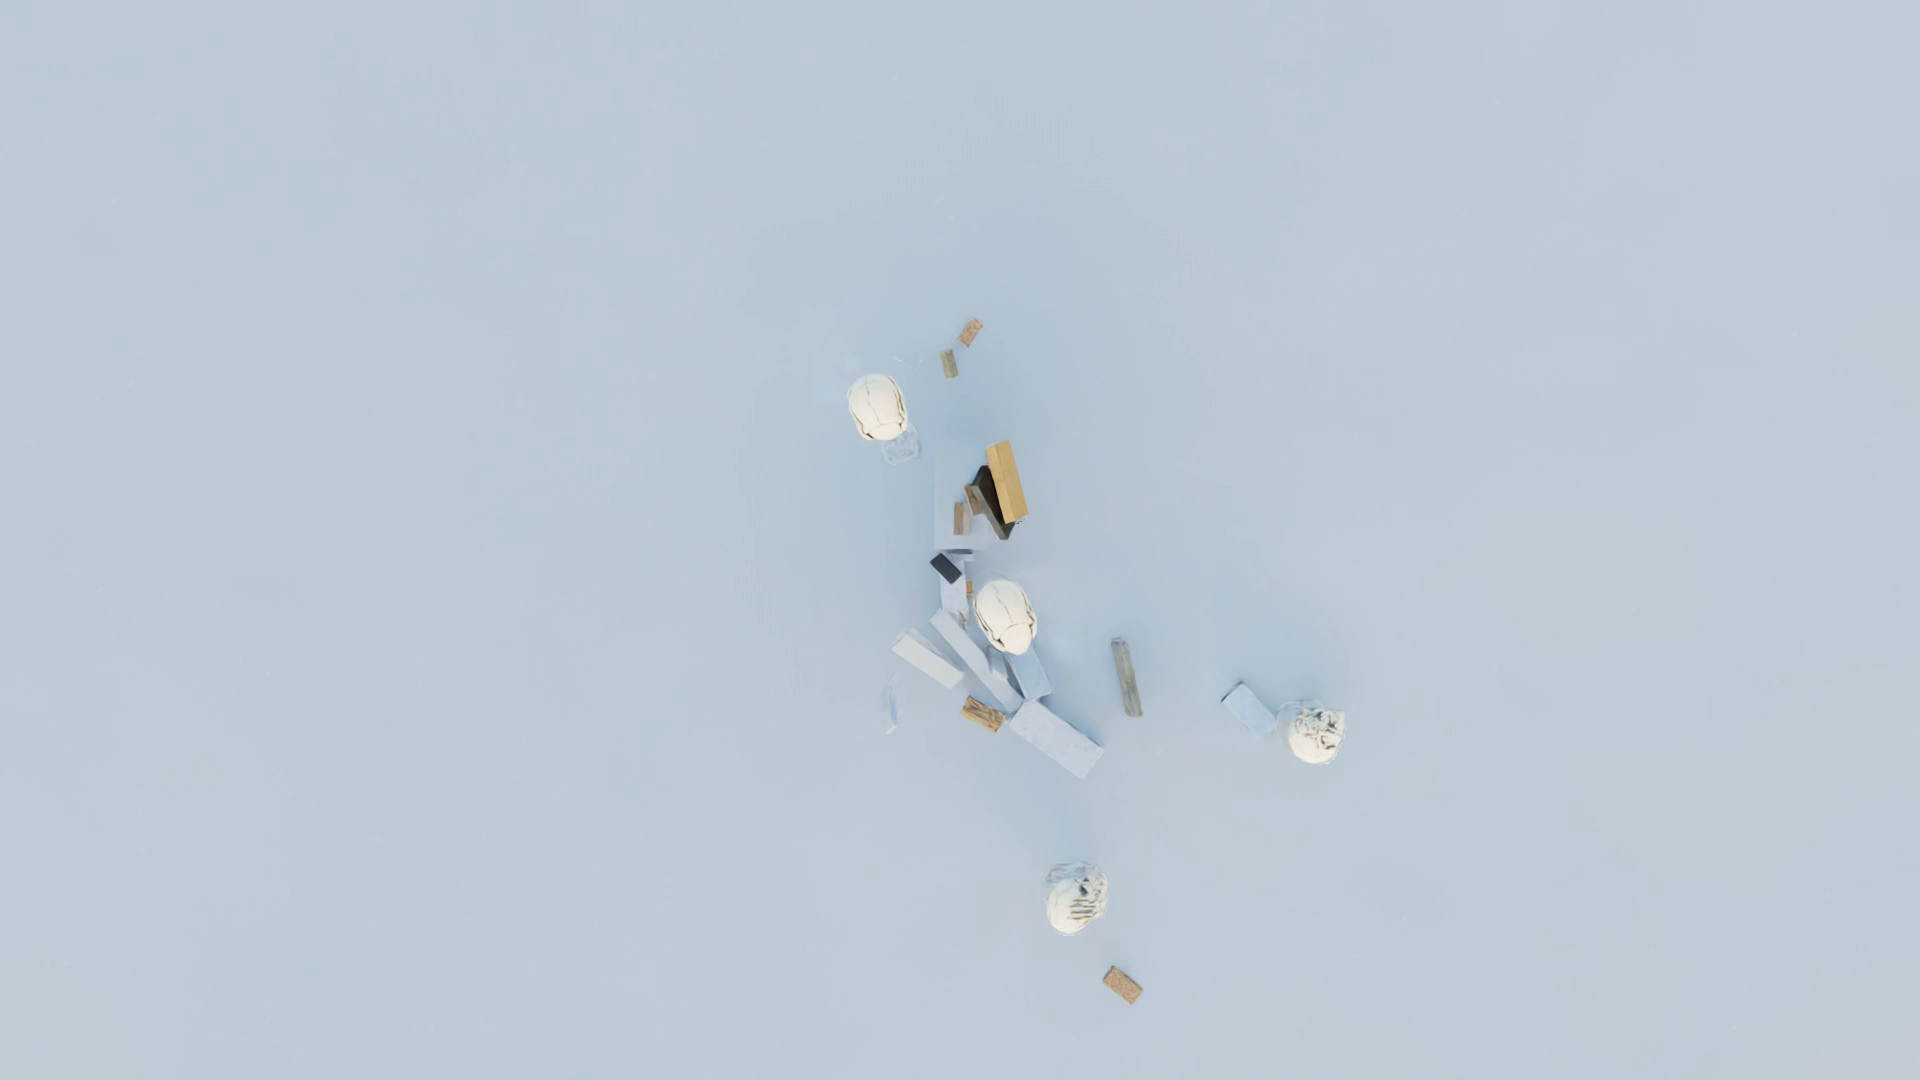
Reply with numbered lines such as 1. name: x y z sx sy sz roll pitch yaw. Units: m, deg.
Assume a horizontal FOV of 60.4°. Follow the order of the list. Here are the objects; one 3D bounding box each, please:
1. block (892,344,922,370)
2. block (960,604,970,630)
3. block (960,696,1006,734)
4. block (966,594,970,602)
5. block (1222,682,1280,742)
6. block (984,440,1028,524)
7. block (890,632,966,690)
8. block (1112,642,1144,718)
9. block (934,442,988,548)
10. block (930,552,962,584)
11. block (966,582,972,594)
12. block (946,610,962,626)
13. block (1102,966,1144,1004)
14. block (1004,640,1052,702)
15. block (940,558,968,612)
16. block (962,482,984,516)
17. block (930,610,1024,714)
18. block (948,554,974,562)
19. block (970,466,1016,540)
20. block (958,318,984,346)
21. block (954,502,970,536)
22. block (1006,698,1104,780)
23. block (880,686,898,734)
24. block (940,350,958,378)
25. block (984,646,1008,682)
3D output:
1. block: -0.176 -0.608 5.494 0.091 0.013 0.045 33 90 0
2. block: 0.002 0.249 5.458 0.053 0.015 0.106 9 130 5
3. block: 0.075 0.581 5.490 0.138 0.020 0.069 28 90 0
4. block: 0.002 0.203 5.448 0.053 0.106 0.015 11 66 0
5. block: 0.967 0.571 5.487 0.092 0.026 0.184 -43 90 0
6. block: 0.146 -0.184 5.138 0.035 0.122 0.244 -12 97 24
7. block: -0.104 0.394 5.373 0.069 0.020 0.332 -45 135 7
8. block: 0.551 0.459 5.438 0.035 0.122 0.244 -12 90 -5
9. block: 0.004 -0.140 5.143 0.166 0.047 0.333 0 90 0
10. block: -0.044 0.091 5.306 0.050 0.014 0.101 -44 89 0
11. block: 0.001 0.159 5.418 0.081 0.163 0.023 -2 83 0
12. block: -0.026 0.233 5.430 0.053 0.015 0.106 15 130 25
13. block: 0.542 1.484 5.491 0.125 0.018 0.063 39 90 0
14. block: 0.226 0.434 5.452 0.092 0.026 0.185 -21 79 -25
15. block: -0.022 0.145 5.324 0.081 0.023 0.163 -5 89 1
16. block: 0.047 -0.128 5.104 0.050 0.014 0.101 -19 90 -20
17. block: 0.078 0.425 5.457 0.063 0.018 0.477 -41 98 0
18. block: 0.002 0.058 5.418 0.081 0.163 0.023 0 89 0
19. block: 0.105 -0.114 5.113 0.026 0.092 0.227 -5 130 32
20. block: 0.035 -0.693 5.494 0.045 0.013 0.091 33 90 0
21. block: 0.007 -0.064 5.113 0.050 0.014 0.101 1 90 0
22. block: 0.316 0.654 5.469 0.312 0.035 0.122 36 90 -5
23. block: -0.231 0.549 5.349 0.020 0.069 0.138 2 61 -23
24. block: -0.036 -0.586 5.494 0.045 0.013 0.091 -14 90 0
25. block: 0.119 0.406 5.432 0.063 0.125 0.018 29 116 -28
